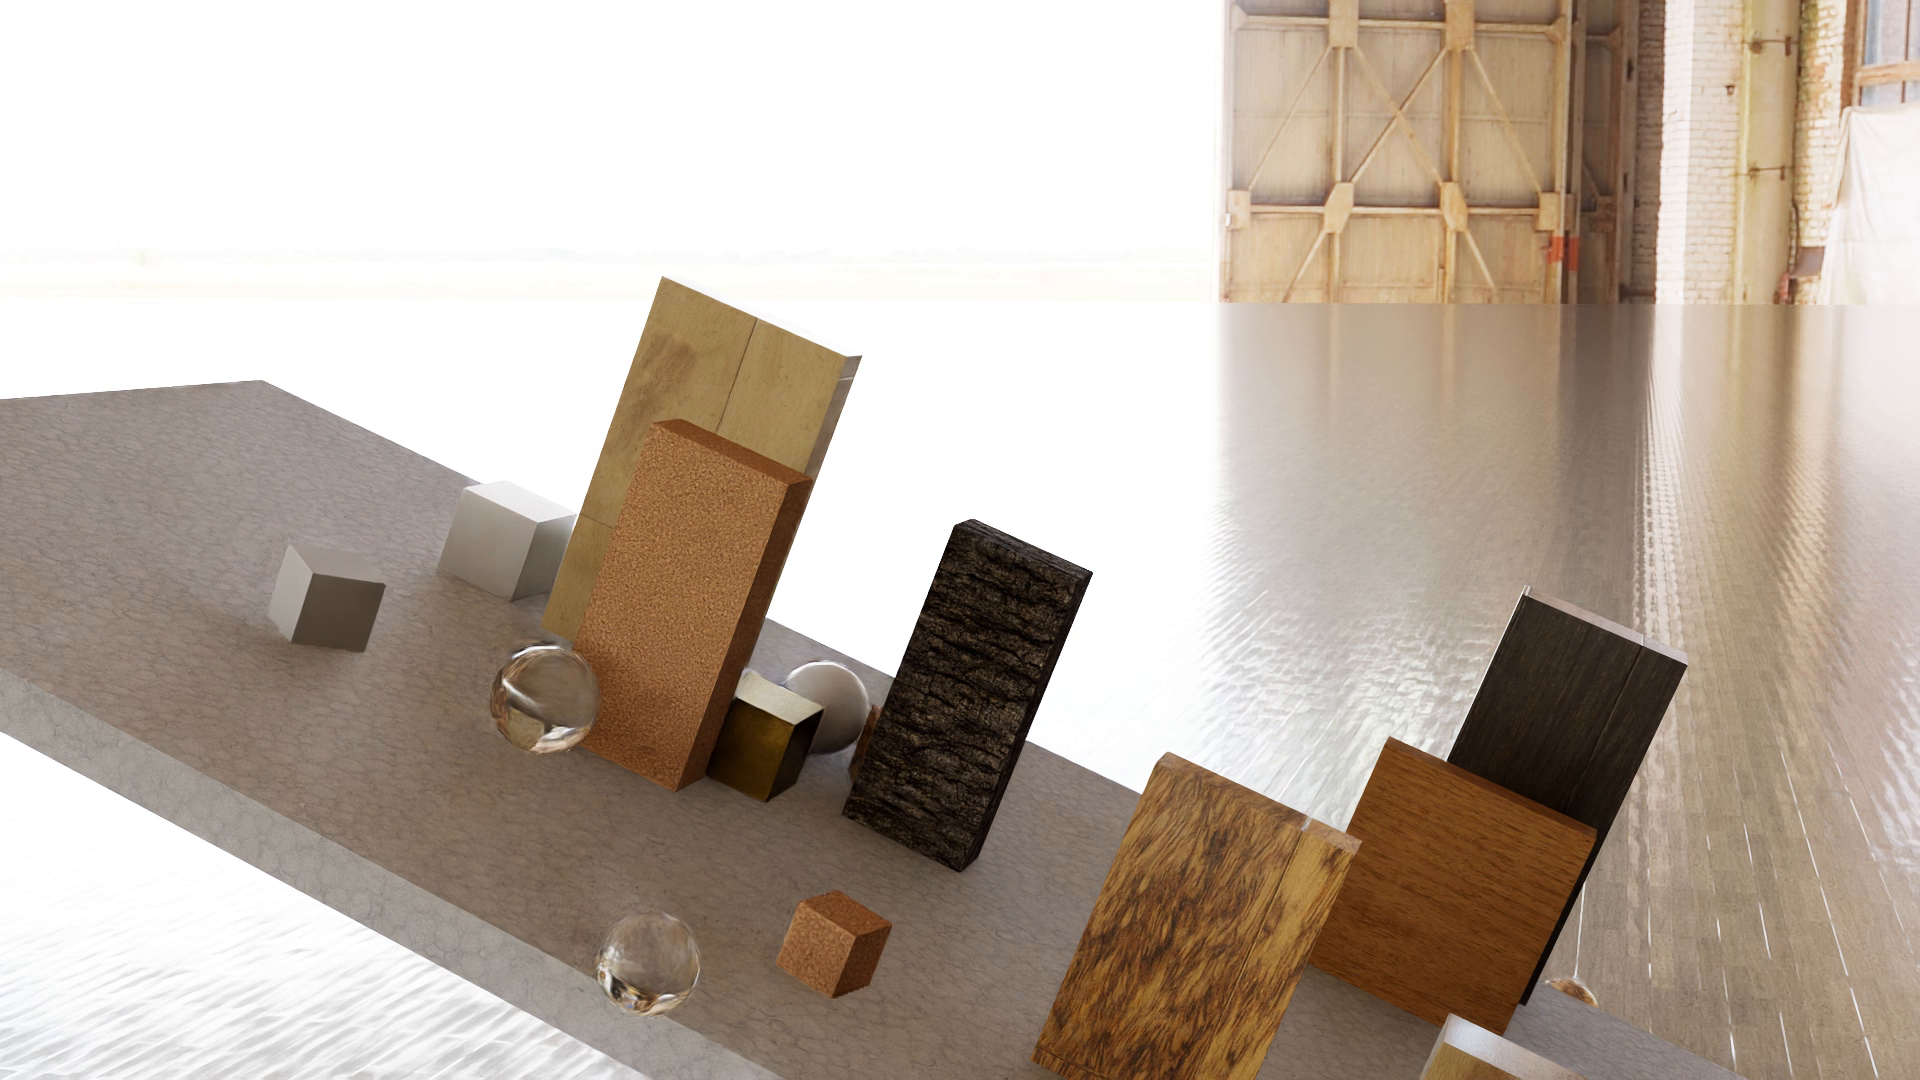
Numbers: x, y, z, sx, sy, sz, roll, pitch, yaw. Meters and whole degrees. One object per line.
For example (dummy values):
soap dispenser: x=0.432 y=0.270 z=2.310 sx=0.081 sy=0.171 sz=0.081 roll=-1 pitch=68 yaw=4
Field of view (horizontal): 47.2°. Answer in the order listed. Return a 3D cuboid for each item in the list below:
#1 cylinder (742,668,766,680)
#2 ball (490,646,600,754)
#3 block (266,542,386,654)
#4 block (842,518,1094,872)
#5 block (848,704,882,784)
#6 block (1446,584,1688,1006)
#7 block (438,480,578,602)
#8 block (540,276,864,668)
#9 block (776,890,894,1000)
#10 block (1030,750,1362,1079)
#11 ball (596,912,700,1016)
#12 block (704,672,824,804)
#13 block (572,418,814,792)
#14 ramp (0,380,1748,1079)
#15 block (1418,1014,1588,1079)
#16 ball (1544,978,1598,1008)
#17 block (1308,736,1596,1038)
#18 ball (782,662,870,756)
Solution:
cylinder: x=-0.425 y=0.337 z=4.401 sx=0.122 sy=0.122 sz=0.122 roll=-2 pitch=20 yaw=-17
ball: x=-0.742 y=0.286 z=3.931 sx=0.194 sy=0.194 sz=0.194 roll=0 pitch=7 yaw=0
block: x=-1.177 y=0.108 z=4.083 sx=0.143 sy=0.143 sz=0.143 roll=11 pitch=16 yaw=-39
block: x=0.012 y=0.293 z=4.171 sx=0.257 sy=0.611 sz=0.121 roll=24 pitch=13 yaw=13
block: x=-0.121 y=0.442 z=4.395 sx=0.148 sy=0.148 sz=0.148 roll=18 pitch=13 yaw=-16
block: x=1.193 y=0.537 z=4.640 sx=0.354 sy=0.800 sz=0.146 roll=24 pitch=13 yaw=13
block: x=-0.977 y=0.000 z=4.758 sx=0.186 sy=0.186 sz=0.186 roll=24 pitch=13 yaw=13
block: x=-0.536 y=-0.096 z=4.505 sx=0.425 sy=0.784 sz=0.097 roll=24 pitch=13 yaw=13
block: x=-0.200 y=0.644 z=3.505 sx=0.114 sy=0.114 sz=0.114 roll=28 pitch=14 yaw=26
block: x=0.366 y=0.646 z=3.450 sx=0.331 sy=0.535 sz=0.089 roll=24 pitch=13 yaw=13
ball: x=-0.449 y=0.611 z=3.169 sx=0.149 sy=0.149 sz=0.149 roll=0 pitch=7 yaw=0
block: x=-0.387 y=0.376 z=4.197 sx=0.167 sy=0.167 sz=0.167 roll=24 pitch=13 yaw=12
block: x=-0.517 y=0.118 z=4.034 sx=0.282 sy=0.614 sz=0.126 roll=24 pitch=13 yaw=13
ramp: x=-0.310 y=0.552 z=4.197 sx=4.000 sy=0.100 sz=2.000 roll=24 pitch=13 yaw=13
block: x=0.744 y=0.935 z=3.157 sx=0.273 sy=0.407 sz=0.125 roll=24 pitch=13 yaw=13
ball: x=1.446 y=1.134 z=5.270 sx=0.166 sy=0.166 sz=0.166 roll=0 pitch=7 yaw=0
block: x=0.947 y=0.695 z=4.326 sx=0.432 sy=0.475 sz=0.080 roll=24 pitch=13 yaw=13
ball: x=-0.279 y=0.342 z=4.458 sx=0.190 sy=0.190 sz=0.190 roll=0 pitch=7 yaw=0
